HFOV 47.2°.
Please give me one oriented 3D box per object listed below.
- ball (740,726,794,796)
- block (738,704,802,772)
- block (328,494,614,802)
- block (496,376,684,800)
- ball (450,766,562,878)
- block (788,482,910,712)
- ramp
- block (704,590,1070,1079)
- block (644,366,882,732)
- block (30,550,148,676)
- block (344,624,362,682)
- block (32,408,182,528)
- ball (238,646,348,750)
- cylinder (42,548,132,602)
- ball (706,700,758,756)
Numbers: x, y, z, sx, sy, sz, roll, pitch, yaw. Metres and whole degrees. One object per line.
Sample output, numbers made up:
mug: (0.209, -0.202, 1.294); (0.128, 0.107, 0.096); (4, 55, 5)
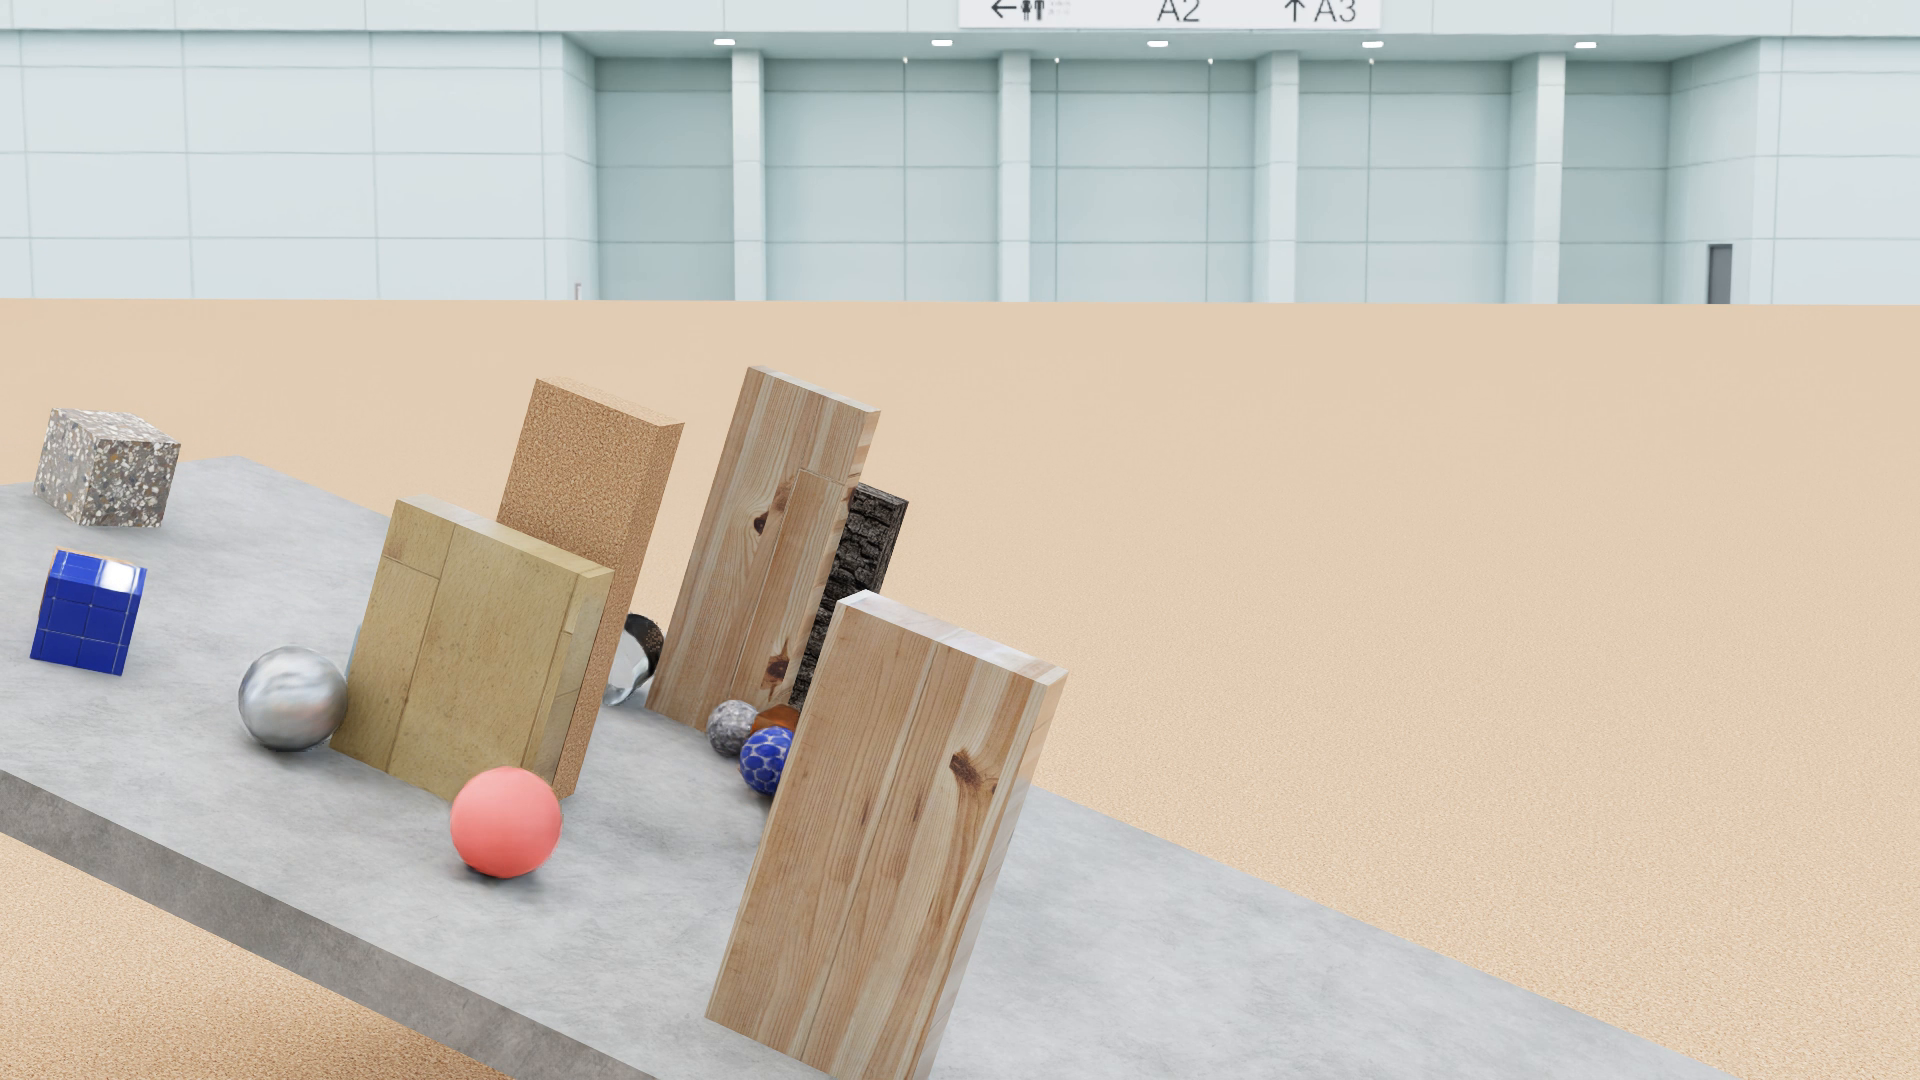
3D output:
ball: (-0.377, 0.448, 4.450); (0.140, 0.140, 0.140); (0, 7, 0)
block: (-0.361, 0.436, 4.591); (0.130, 0.130, 0.130); (21, 12, 14)
block: (-0.880, 0.216, 3.951); (0.395, 0.485, 0.101); (21, 12, 14)
block: (-0.747, 0.094, 4.059); (0.254, 0.747, 0.111); (21, 12, 14)
ball: (-0.763, 0.474, 3.693); (0.185, 0.185, 0.185); (0, 7, 0)
block: (-0.338, 0.137, 4.893); (0.277, 0.575, 0.086); (21, 12, 14)
ramp: (-0.347, 0.647, 4.220); (4.000, 0.100, 2.000); (21, 12, 14)
block: (-0.118, 0.473, 3.393); (0.346, 0.706, 0.128); (21, 12, 14)
block: (-0.424, 0.045, 4.685); (0.282, 0.780, 0.083); (21, 12, 14)
block: (-1.599, 0.133, 4.040); (0.159, 0.159, 0.159); (14, 13, -20)
block: (-1.032, 0.271, 4.178); (0.195, 0.195, 0.195); (21, 12, 14)
block: (-1.878, -0.159, 4.841); (0.198, 0.198, 0.198); (26, 14, 34)
ball: (-1.188, 0.282, 3.917); (0.187, 0.187, 0.187); (0, 7, 0)
cylinder: (-1.658, 0.094, 4.172); (0.140, 0.140, 0.140); (11, 3, -20)
ball: (-0.474, 0.397, 4.628); (0.119, 0.119, 0.119); (0, 7, 0)
